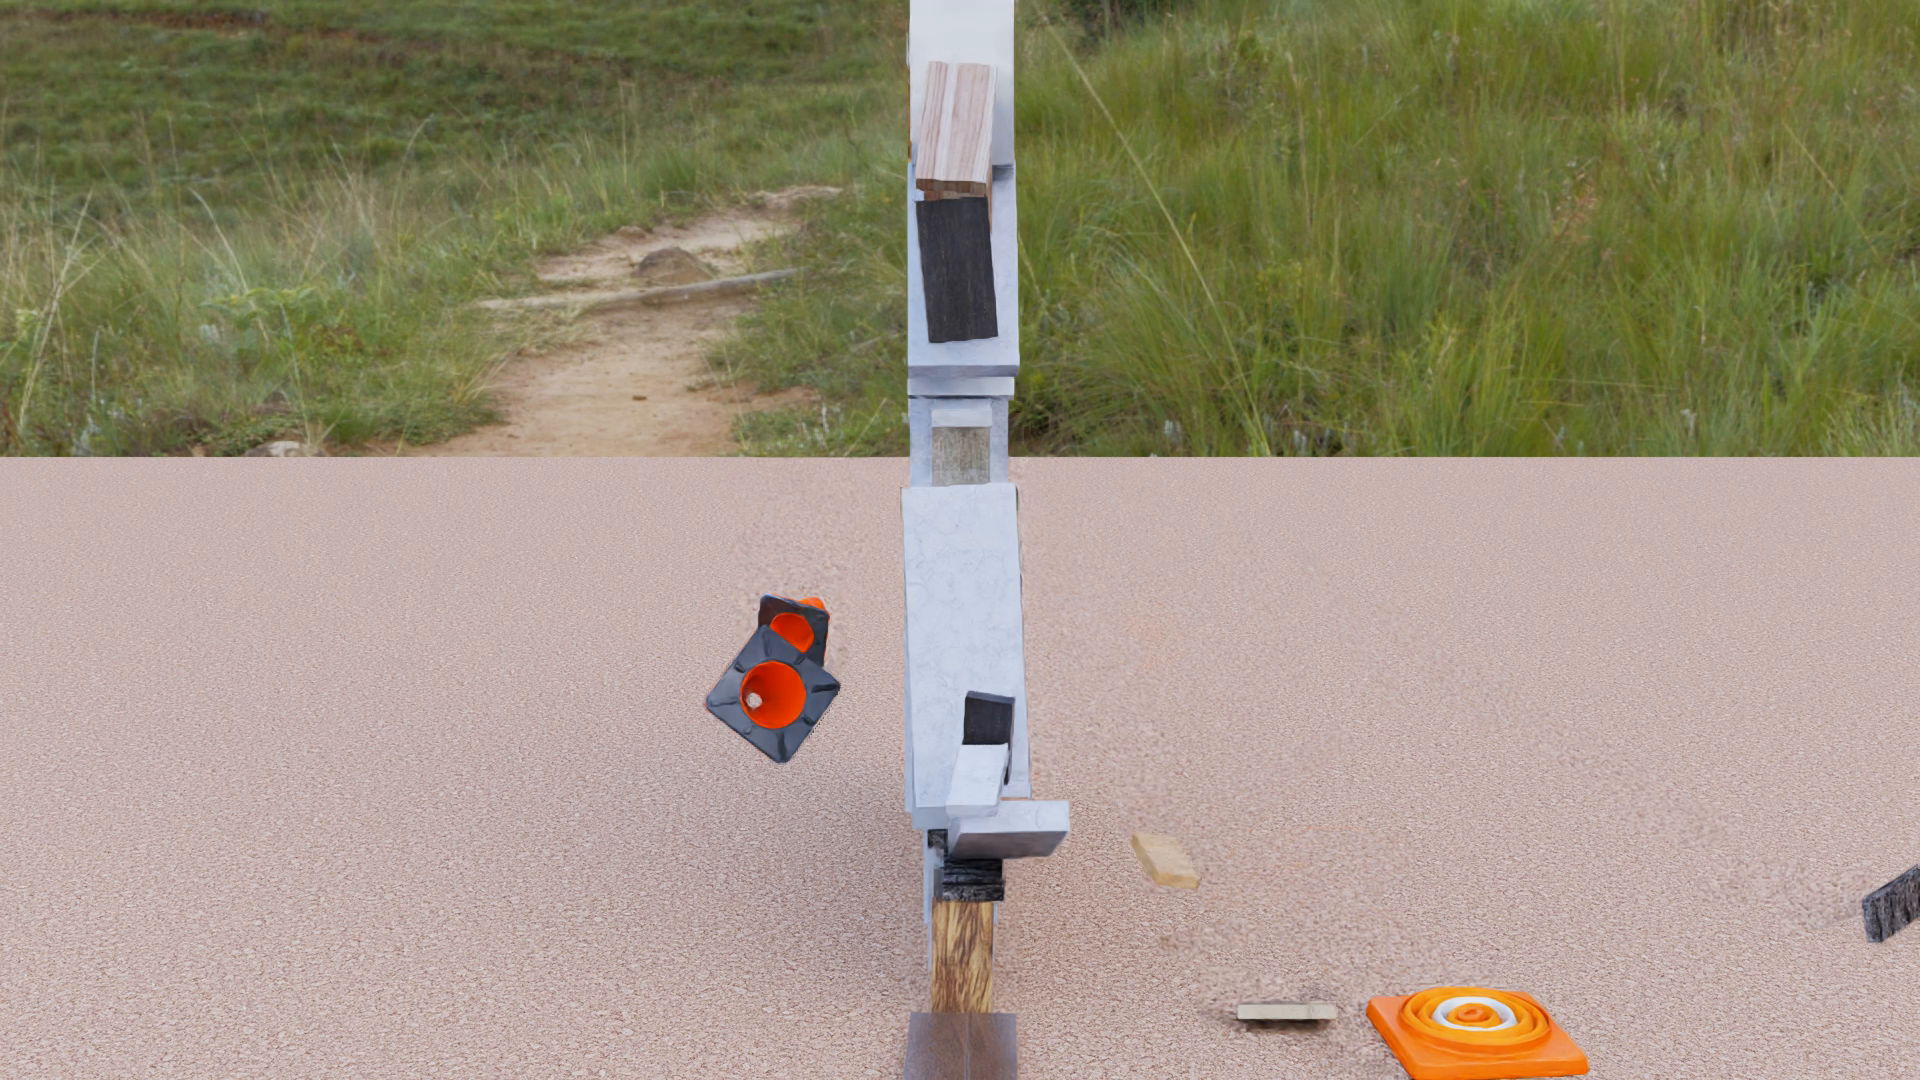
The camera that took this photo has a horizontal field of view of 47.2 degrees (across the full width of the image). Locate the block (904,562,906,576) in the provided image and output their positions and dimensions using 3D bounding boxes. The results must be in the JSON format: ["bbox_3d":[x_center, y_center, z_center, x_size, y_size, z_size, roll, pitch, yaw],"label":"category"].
[{"bbox_3d":[0.000,-0.001,3.417,0.167,0.047,0.334,0,10,0],"label":"block"}]

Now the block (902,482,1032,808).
[{"bbox_3d":[0.010,0.150,3.164,0.163,0.456,0.046,-3,-4,4],"label":"block"}]

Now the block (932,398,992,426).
[{"bbox_3d":[0.003,-0.192,3.285,0.087,0.025,0.174,0,10,0],"label":"block"}]

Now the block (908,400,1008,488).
[{"bbox_3d":[-0.002,-0.212,3.550,0.160,0.320,0.045,0,10,0],"label":"block"}]

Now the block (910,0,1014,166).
[{"bbox_3d":[0.002,-0.805,3.267,0.154,0.489,0.044,-1,7,-1],"label":"block"}]

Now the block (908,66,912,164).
[{"bbox_3d":[0.000,-0.597,3.569,0.169,0.338,0.048,0,11,0],"label":"block"}]

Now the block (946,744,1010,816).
[{"bbox_3d":[0.025,0.325,2.982,0.067,0.019,0.133,-2,32,11],"label":"block"}]

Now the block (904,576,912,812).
[{"bbox_3d":[0.000,0.227,3.347,0.167,0.376,0.047,0,11,0],"label":"block"}]

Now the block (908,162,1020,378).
[{"bbox_3d":[0.004,-0.406,3.297,0.163,0.327,0.046,0,-16,-1],"label":"block"}]

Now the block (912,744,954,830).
[{"bbox_3d":[0.004,0.280,3.273,0.148,0.295,0.042,0,2,0],"label":"block"}]

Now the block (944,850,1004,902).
[{"bbox_3d":[0.019,0.487,3.212,0.086,0.024,0.172,0,10,0],"label":"block"}]

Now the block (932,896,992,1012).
[{"bbox_3d":[0.003,0.598,3.149,0.086,0.172,0.024,1,8,1],"label":"block"}]

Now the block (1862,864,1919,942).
[{"bbox_3d":[1.500,0.572,3.497,0.019,0.067,0.288,-9,0,42],"label":"block"}]

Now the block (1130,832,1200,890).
[{"bbox_3d":[0.312,0.489,3.359,0.068,0.019,0.136,11,16,-16],"label":"block"}]

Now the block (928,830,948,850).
[{"bbox_3d":[0.001,0.428,3.370,0.099,0.028,0.199,0,10,0],"label":"block"}]

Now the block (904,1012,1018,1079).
[{"bbox_3d":[0.002,0.710,2.911,0.148,0.042,0.326,0,11,1],"label":"block"}]

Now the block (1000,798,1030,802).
[{"bbox_3d":[0.058,0.386,3.131,0.068,0.019,0.136,0,-15,-5],"label":"block"}]

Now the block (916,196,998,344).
[{"bbox_3d":[-0.004,-0.391,3.180,0.102,0.203,0.029,-6,9,-5],"label":"block"}]

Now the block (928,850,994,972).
[{"bbox_3d":[0.001,0.553,3.325,0.099,0.199,0.028,0,9,0],"label":"block"}]

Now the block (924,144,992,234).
[{"bbox_3d":[-0.003,-0.558,3.261,0.102,0.203,0.029,0,7,-1],"label":"block"}]

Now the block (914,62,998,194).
[{"bbox_3d":[-0.005,-0.599,3.187,0.102,0.203,0.029,4,-24,3],"label":"block"}]

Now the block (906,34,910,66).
[{"bbox_3d":[-0.002,-0.809,3.645,0.169,0.048,0.338,0,11,-1],"label":"block"}]

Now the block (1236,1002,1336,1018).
[{"bbox_3d":[0.462,0.669,3.128,0.136,0.019,0.068,0,-8,4],"label":"block"}]

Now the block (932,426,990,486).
[{"bbox_3d":[0.001,-0.082,3.242,0.087,0.174,0.025,0,11,0],"label":"block"}]

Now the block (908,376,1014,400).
[{"bbox_3d":[0.001,-0.381,3.383,0.163,0.327,0.046,0,-5,-1],"label":"block"}]

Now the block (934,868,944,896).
[{"bbox_3d":[0.004,0.575,3.278,0.086,0.172,0.024,0,-5,1],"label":"block"}]

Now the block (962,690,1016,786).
[{"bbox_3d":[0.039,0.275,3.057,0.067,0.133,0.019,9,28,11],"label":"block"}]

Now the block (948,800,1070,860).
[{"bbox_3d":[0.065,0.411,3.105,0.148,0.042,0.295,-1,-15,-4],"label":"block"}]

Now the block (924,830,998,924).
[{"bbox_3d":[0.001,0.497,3.525,0.118,0.236,0.033,0,11,0],"label":"block"}]
